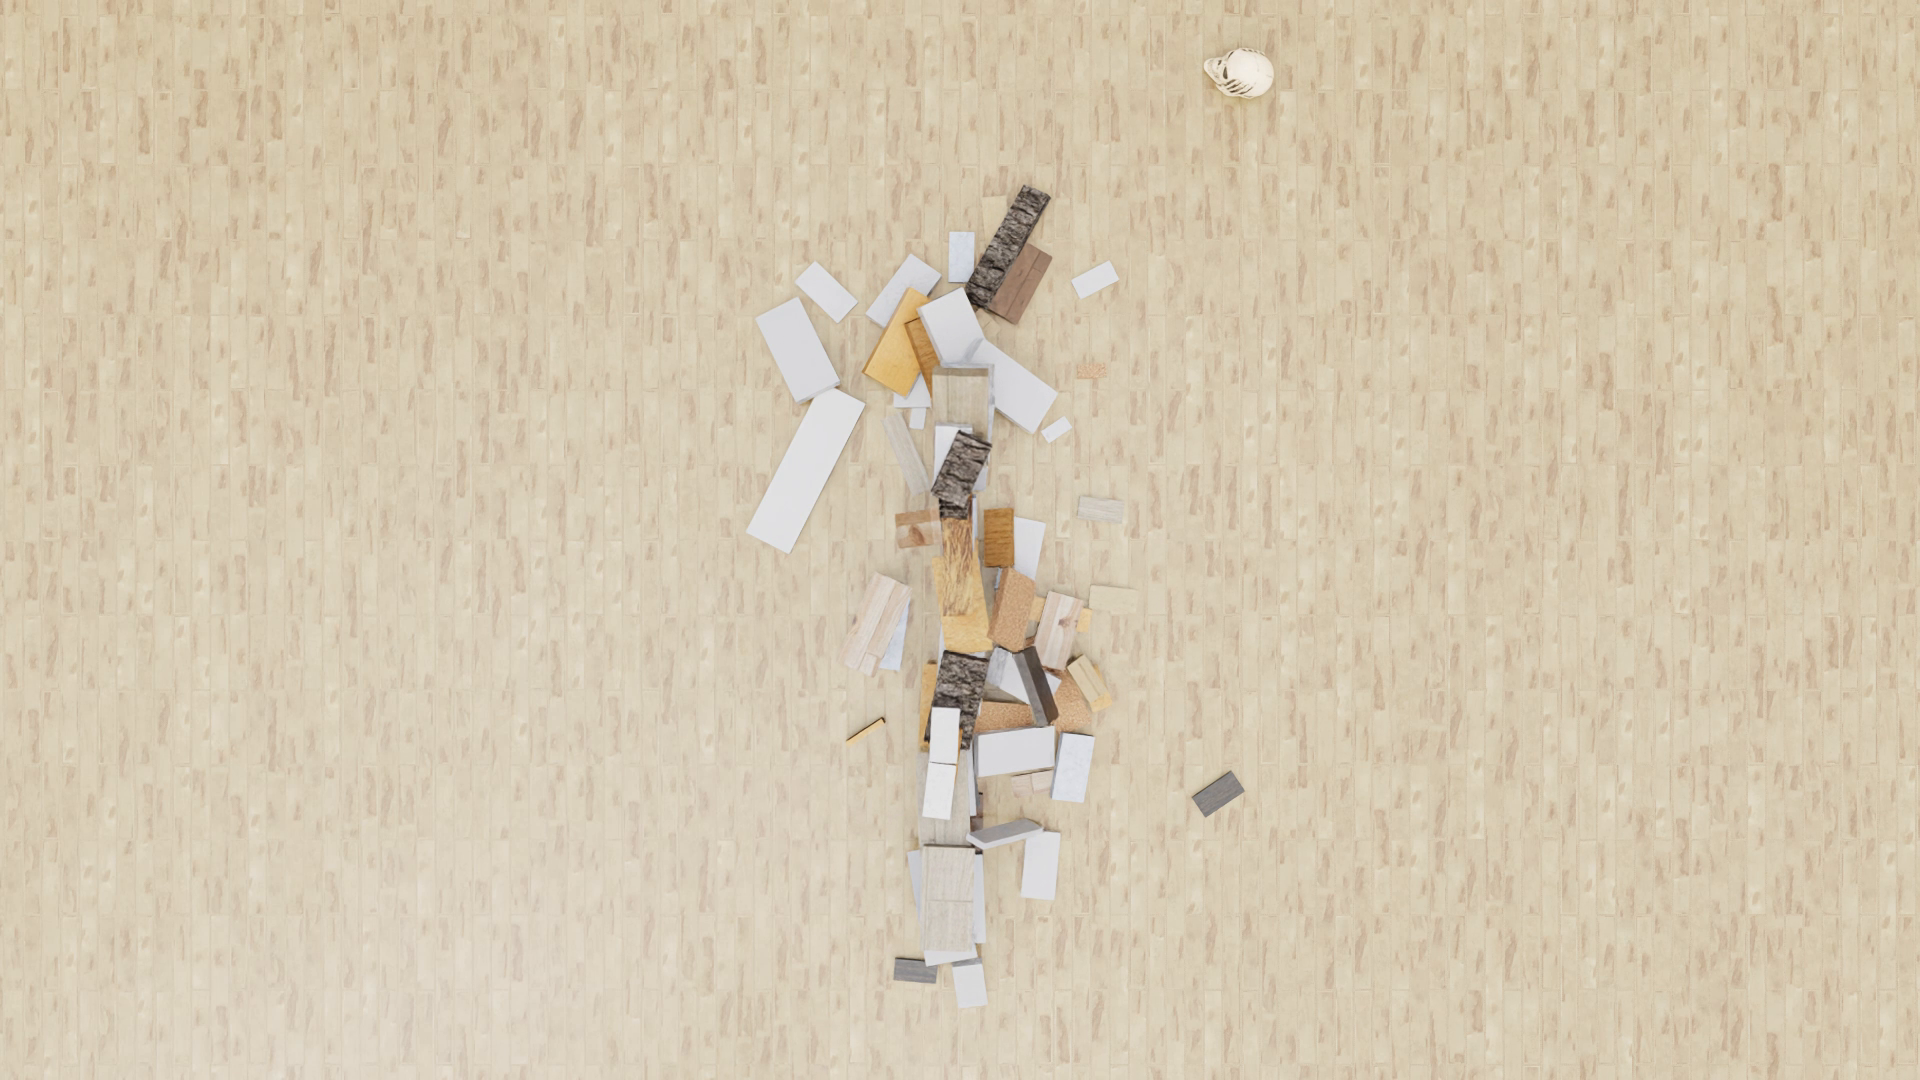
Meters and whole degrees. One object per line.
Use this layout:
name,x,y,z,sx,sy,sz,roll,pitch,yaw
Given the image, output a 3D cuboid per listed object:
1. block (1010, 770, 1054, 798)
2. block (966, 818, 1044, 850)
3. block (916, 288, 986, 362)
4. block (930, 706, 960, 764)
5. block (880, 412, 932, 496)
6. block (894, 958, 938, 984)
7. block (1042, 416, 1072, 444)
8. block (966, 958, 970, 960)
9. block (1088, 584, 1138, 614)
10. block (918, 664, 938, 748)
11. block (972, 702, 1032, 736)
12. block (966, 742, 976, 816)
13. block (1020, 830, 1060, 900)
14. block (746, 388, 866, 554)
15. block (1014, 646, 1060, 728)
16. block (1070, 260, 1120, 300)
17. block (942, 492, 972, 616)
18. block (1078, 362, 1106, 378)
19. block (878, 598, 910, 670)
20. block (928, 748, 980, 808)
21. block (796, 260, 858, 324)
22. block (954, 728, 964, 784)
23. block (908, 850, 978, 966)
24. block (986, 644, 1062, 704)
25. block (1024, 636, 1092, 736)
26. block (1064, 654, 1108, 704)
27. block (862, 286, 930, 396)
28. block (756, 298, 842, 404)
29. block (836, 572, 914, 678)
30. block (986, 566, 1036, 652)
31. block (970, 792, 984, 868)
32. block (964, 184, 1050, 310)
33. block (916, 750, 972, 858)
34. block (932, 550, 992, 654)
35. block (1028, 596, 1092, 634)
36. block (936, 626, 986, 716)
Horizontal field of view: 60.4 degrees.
block,0.245,0.811,5.490,0.143,0.020,0.072,-9,90,0
block,0.146,0.952,5.353,0.075,0.316,0.021,25,106,36
block,-0.002,-0.643,5.373,0.160,0.045,0.320,-28,104,-15
block,-0.049,0.620,5.249,0.088,0.025,0.176,3,95,3
block,-0.177,-0.285,5.490,0.072,0.020,0.277,-23,90,0
block,-0.148,1.434,5.490,0.143,0.020,0.072,5,90,0
block,0.321,-0.368,5.493,0.094,0.013,0.047,-34,90,0
block,-0.014,1.275,5.404,0.099,0.028,0.198,-7,90,0
block,0.509,0.196,5.489,0.159,0.023,0.080,6,90,0
block,-0.062,0.544,5.386,0.135,0.038,0.269,4,85,1
block,0.132,0.593,5.430,0.223,0.032,0.112,7,82,-26
block,-0.026,0.717,5.409,0.135,0.038,0.375,-4,85,0
block,0.268,1.078,5.484,0.112,0.032,0.223,5,90,0
block,-0.510,-0.238,5.477,0.160,0.045,0.558,27,90,0
block,0.250,0.474,5.367,0.035,0.123,0.247,-19,90,22
block,0.449,-0.864,5.490,0.144,0.020,0.072,-27,90,0
block,-0.008,0.018,5.318,0.096,0.027,0.469,-1,70,1
block,0.439,-0.563,5.493,0.095,0.013,0.047,-3,90,0
block,-0.249,0.286,5.480,0.139,0.039,0.277,8,90,0
block,-0.023,0.743,5.447,0.145,0.041,0.290,-7,85,0
block,-0.443,-0.823,5.486,0.198,0.028,0.099,44,90,0
block,-0.046,0.686,5.279,0.088,0.025,0.176,8,95,2
block,-0.058,1.179,5.337,0.166,0.047,0.365,-10,76,-1
block,0.203,0.457,5.458,0.242,0.034,0.121,28,99,8
block,0.322,0.471,5.483,0.121,0.034,0.337,-21,90,0
block,0.416,0.458,5.445,0.075,0.021,0.150,-36,103,-13
block,-0.176,-0.649,5.409,0.160,0.045,0.320,29,85,-19
block,-0.535,-0.625,5.452,0.160,0.045,0.319,-27,81,0
block,-0.282,0.279,5.441,0.139,0.039,0.322,24,90,0
block,0.169,0.225,5.351,0.123,0.035,0.247,29,62,-31
block,0.004,1.070,5.479,0.145,0.041,0.453,0,90,0
block,0.150,-0.967,5.441,0.099,0.028,0.430,29,88,23
block,-0.053,0.849,5.313,0.166,0.047,0.331,-3,83,1
block,0.006,0.206,5.326,0.149,0.042,0.322,-9,84,-2
block,0.301,0.239,5.489,0.269,0.023,0.080,14,90,0
block,0.002,0.413,5.353,0.149,0.042,0.299,5,86,0
